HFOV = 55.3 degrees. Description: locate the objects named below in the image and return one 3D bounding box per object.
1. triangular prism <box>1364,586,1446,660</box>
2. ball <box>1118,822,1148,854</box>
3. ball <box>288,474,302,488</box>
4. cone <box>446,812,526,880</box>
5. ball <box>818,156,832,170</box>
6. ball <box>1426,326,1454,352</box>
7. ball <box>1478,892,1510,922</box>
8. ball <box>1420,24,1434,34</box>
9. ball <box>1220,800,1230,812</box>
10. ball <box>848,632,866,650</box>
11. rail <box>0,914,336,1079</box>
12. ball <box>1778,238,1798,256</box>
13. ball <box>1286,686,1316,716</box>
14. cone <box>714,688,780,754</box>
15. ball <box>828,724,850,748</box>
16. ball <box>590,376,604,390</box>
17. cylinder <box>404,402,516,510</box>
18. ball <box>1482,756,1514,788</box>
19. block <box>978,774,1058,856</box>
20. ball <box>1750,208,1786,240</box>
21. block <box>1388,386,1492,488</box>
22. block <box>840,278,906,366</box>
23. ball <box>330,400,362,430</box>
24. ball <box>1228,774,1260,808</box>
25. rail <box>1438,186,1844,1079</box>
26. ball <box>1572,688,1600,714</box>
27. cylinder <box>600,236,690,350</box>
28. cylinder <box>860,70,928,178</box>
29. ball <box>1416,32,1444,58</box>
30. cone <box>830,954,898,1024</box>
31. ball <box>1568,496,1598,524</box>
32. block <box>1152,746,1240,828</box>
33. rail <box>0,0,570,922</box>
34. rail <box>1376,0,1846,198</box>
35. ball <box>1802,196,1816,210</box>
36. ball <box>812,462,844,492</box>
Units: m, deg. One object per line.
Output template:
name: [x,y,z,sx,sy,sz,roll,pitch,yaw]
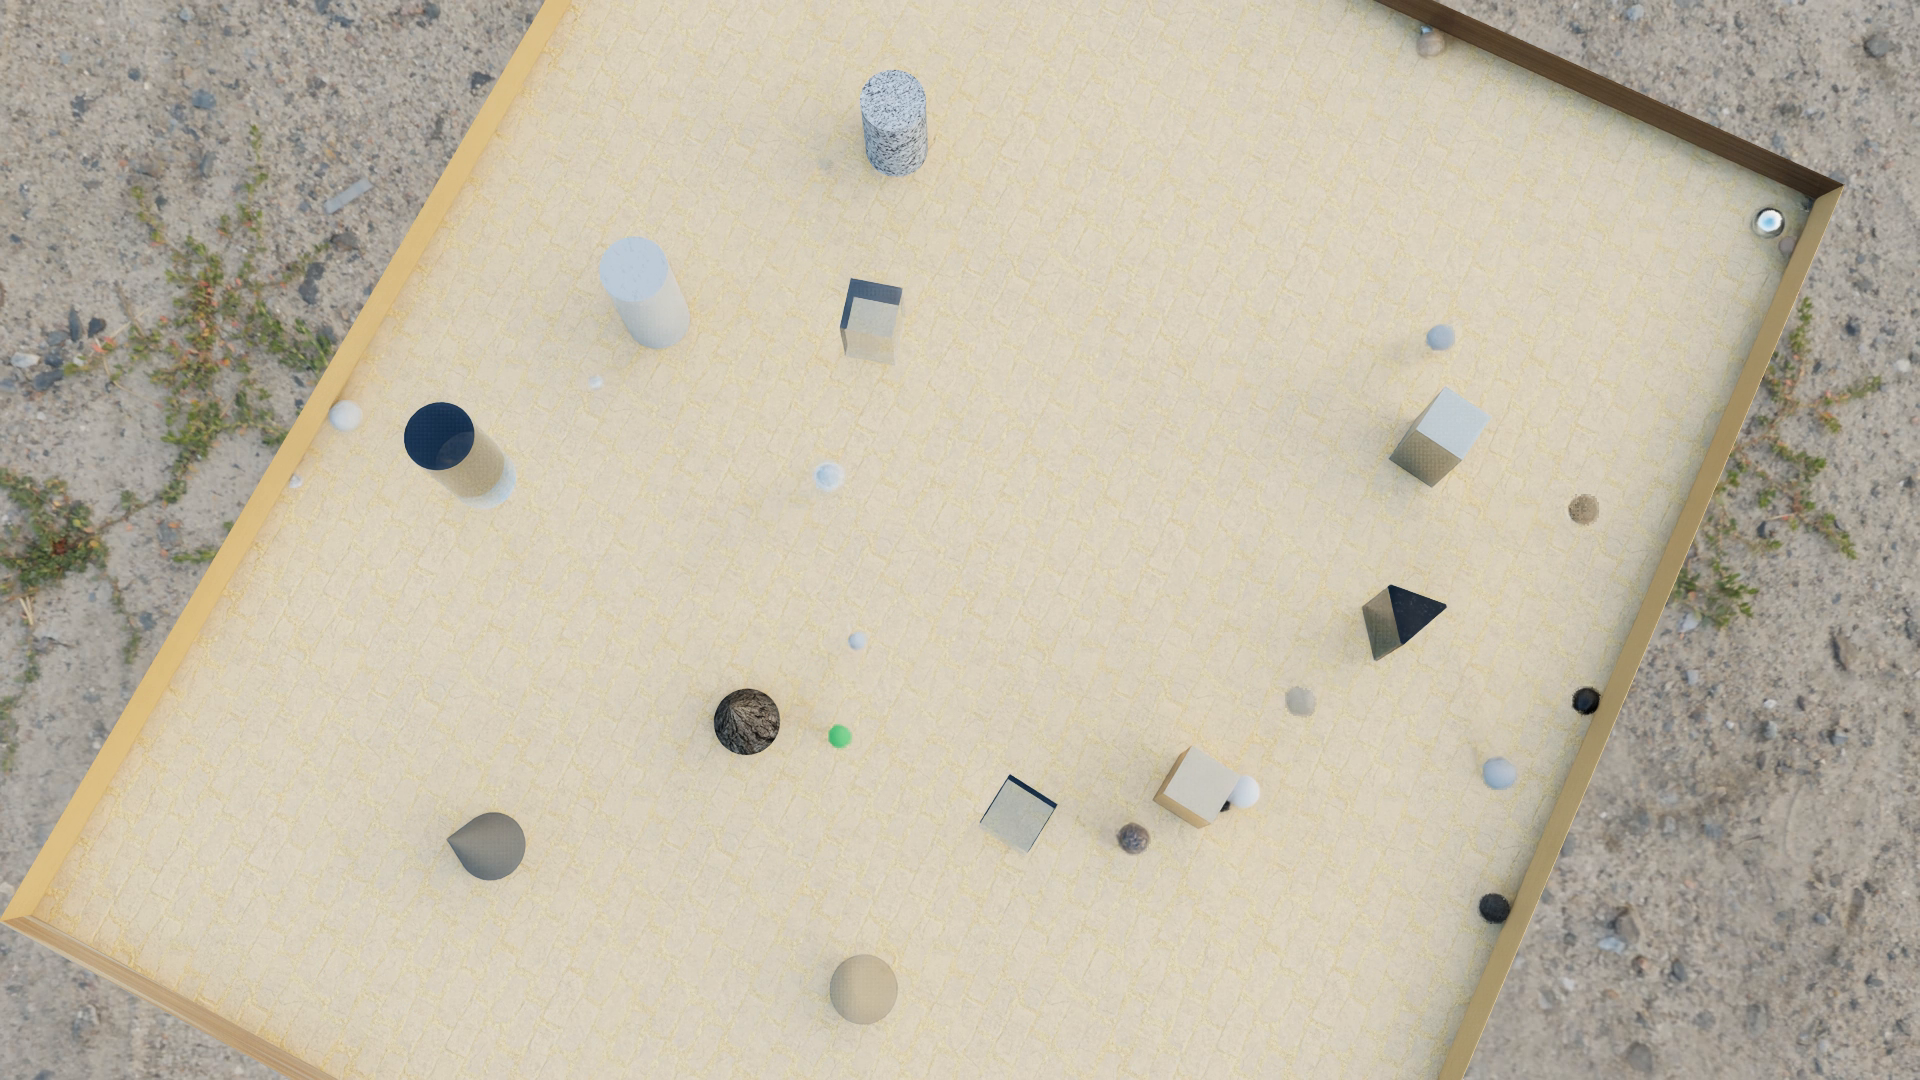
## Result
triangular prism: [1.274,0.220,5.394,0.173,0.346,0.150,-39,81,-7]
ball: [0.508,0.878,5.389,0.091,0.091,0.091,0,78,0]
ball: [-2.042,-0.183,5.633,0.042,0.042,0.042,0,78,0]
cone: [-1.387,0.857,5.187,0.200,0.494,0.200,0,78,0]
ball: [-0.430,-1.204,5.844,0.043,0.043,0.043,0,78,0]
ball: [1.493,-0.628,5.705,0.081,0.081,0.081,0,78,0]
ball: [1.560,1.074,5.350,0.086,0.086,0.086,0,78,0]
ball: [1.514,-1.650,5.938,0.040,0.040,0.040,0,78,0]
ball: [0.779,0.784,5.432,0.044,0.044,0.044,0,78,0]
ball: [-0.312,0.307,5.526,0.053,0.053,0.053,0,78,0]
rail: [-0.992,1.949,5.146,3.931,0.130,0.045,26,80,5]
ball: [2.613,-0.926,5.779,0.057,0.057,0.057,0,78,0]
ball: [1.019,0.479,5.471,0.091,0.091,0.091,0,78,0]
cone: [-0.640,0.502,5.294,0.200,0.428,0.200,0,78,0]
ball: [-0.360,0.584,5.461,0.068,0.068,0.068,0,78,0]
ball: [-1.126,-0.489,5.695,0.046,0.046,0.046,0,78,0]
cylinder: [-1.469,-0.242,5.412,0.200,0.499,0.200,0,78,0]
ball: [1.594,0.689,5.426,0.094,0.094,0.094,0,78,0]
block: [0.165,0.798,5.296,0.160,0.304,0.160,32,80,6]
ball: [2.545,-0.998,5.772,0.100,0.100,0.100,0,78,0]
block: [1.436,-0.305,5.500,0.160,0.351,0.160,35,80,7]
block: [-0.265,-0.665,5.611,0.160,0.280,0.160,11,79,2]
ball: [-1.891,-0.385,5.648,0.095,0.095,0.095,0,78,0]
ball: [0.835,0.744,5.412,0.099,0.099,0.099,0,78,0]
rail: [1.737,0.857,5.372,0.045,0.130,4.482,26,80,5]
ball: [1.869,0.481,5.477,0.079,0.079,0.079,0,78,0]
cylinder: [-0.948,-0.741,5.540,0.200,0.450,0.200,0,78,0]
cylinder: [-0.202,-1.293,5.707,0.200,0.348,0.200,0,78,0]
ball: [1.516,-1.594,5.903,0.085,0.085,0.085,0,78,0]
cone: [-0.281,1.269,5.142,0.200,0.415,0.200,0,78,0]
ball: [1.900,-0.090,5.591,0.086,0.086,0.086,0,78,0]
block: [0.682,0.719,5.310,0.160,0.308,0.160,32,80,6]
rail: [-1.737,-0.843,5.724,0.045,0.130,4.482,26,80,5]
rail: [0.992,-1.935,5.950,3.931,0.130,0.045,26,80,5]
ball: [2.698,-1.069,5.816,0.042,0.042,0.042,0,78,0]
ball: [-0.403,-0.194,5.609,0.095,0.095,0.095,0,78,0]
